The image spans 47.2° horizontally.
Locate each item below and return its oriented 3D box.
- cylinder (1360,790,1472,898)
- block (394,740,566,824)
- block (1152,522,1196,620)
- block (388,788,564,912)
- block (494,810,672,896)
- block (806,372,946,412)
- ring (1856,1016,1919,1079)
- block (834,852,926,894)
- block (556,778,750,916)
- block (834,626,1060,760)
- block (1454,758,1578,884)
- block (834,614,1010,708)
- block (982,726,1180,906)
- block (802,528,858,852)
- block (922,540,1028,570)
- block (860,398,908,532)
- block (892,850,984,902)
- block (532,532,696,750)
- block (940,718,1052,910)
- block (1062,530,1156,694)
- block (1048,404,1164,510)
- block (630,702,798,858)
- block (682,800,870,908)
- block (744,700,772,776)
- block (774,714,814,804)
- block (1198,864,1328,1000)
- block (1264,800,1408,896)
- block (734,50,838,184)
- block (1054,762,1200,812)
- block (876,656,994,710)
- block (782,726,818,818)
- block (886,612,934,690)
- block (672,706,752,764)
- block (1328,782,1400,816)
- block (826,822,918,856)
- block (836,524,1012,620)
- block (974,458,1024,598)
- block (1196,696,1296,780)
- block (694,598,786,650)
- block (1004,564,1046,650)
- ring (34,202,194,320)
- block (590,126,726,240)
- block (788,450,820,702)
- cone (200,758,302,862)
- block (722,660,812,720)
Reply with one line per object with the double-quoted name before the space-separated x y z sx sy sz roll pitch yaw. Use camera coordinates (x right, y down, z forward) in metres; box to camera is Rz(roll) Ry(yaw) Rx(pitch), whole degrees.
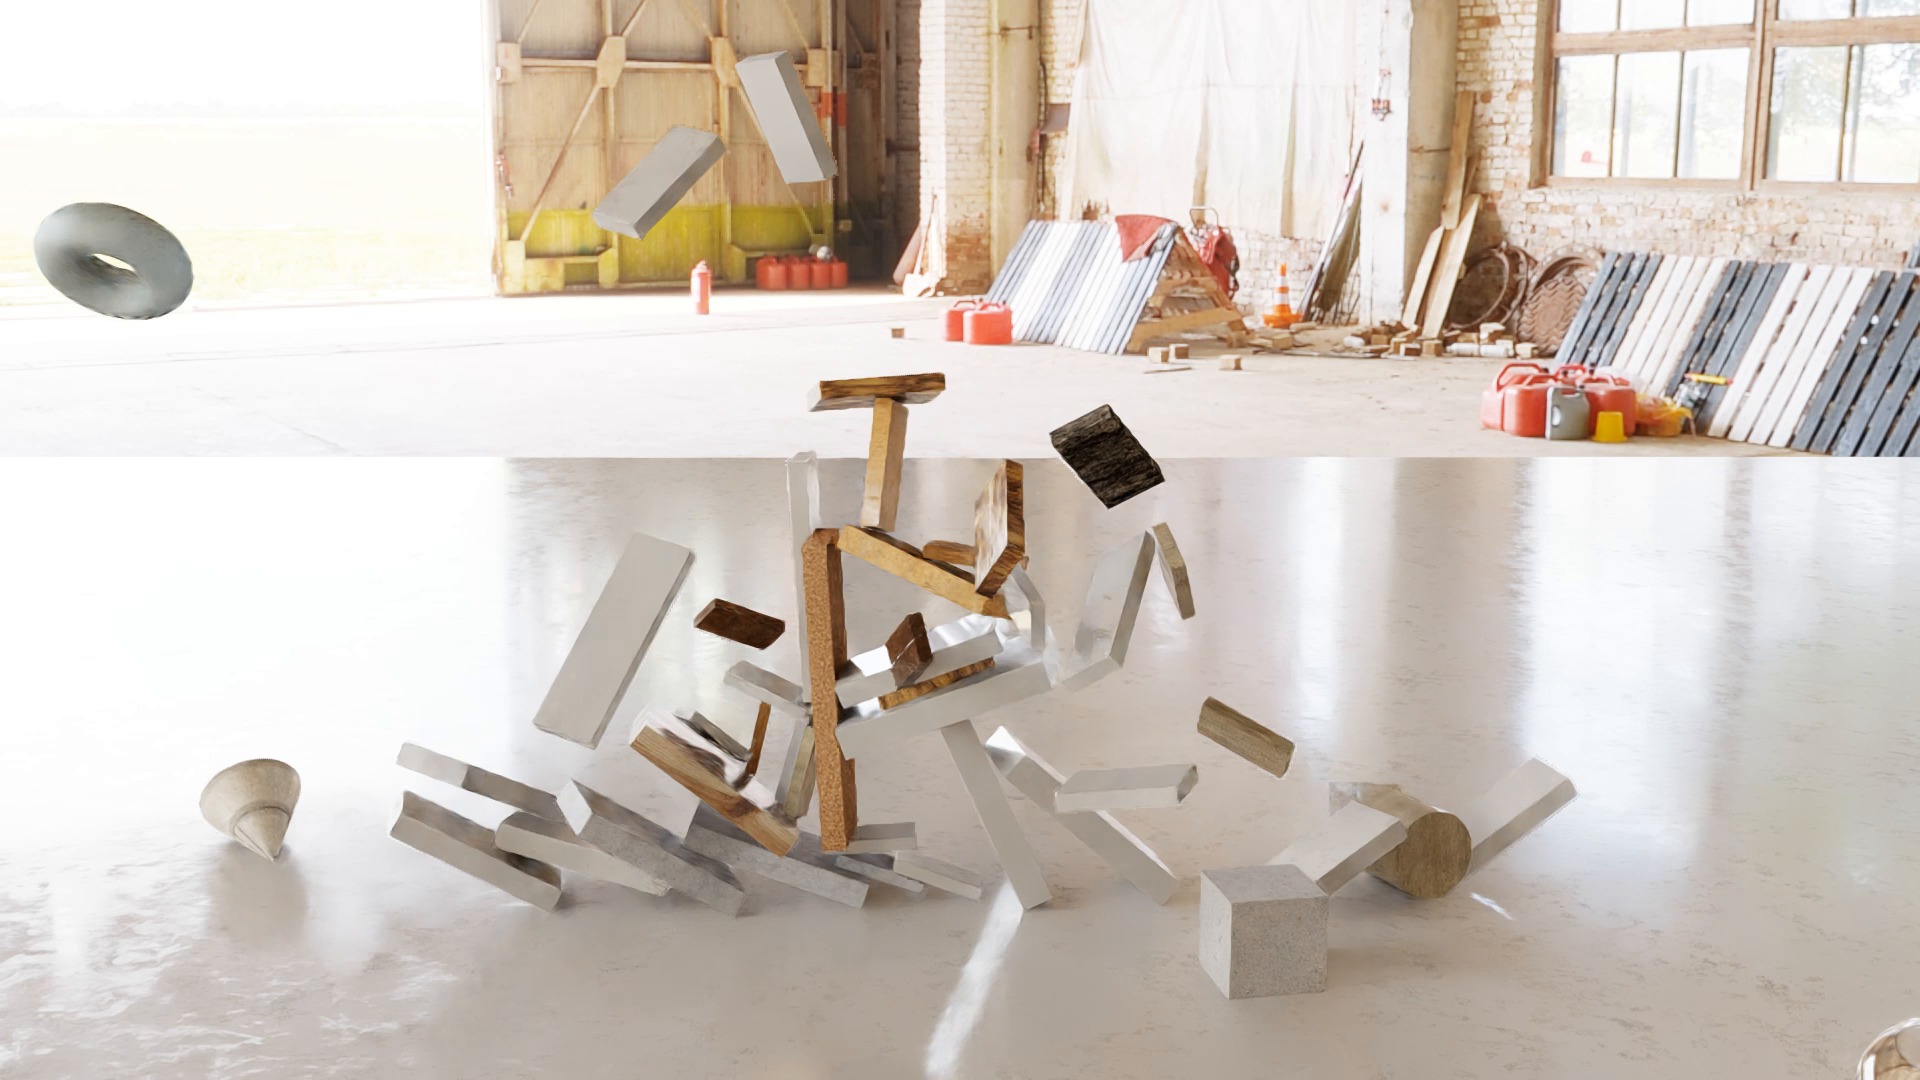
"cylinder" 0.752 0.509 3.691 0.148 0.148 0.148 -5 10 -23
"block" -0.789 0.405 3.660 0.145 0.041 0.290 14 -12 29
"block" 0.314 0.047 3.225 0.022 0.078 0.156 -21 -32 0
"block" -0.792 0.508 3.603 0.290 0.041 0.145 29 2 -15
"block" -0.616 0.520 3.653 0.290 0.041 0.145 16 1 -1
"block" -0.136 -0.239 3.549 0.206 0.029 0.103 -6 -7 -16
"ring" 1.238 0.697 2.612 0.339 0.113 0.339 9 27 -4
"block" -0.134 0.543 3.661 0.150 0.021 0.075 19 10 -8
"block" -0.497 0.498 3.555 0.309 0.044 0.154 33 0 -27
"block" -0.018 0.245 3.544 0.354 0.050 0.177 -20 13 11
"block" 0.920 0.480 3.775 0.261 0.037 0.131 -36 15 -4
"block" -0.060 0.187 3.526 0.275 0.039 0.137 -20 13 10
"block" 0.200 0.456 3.644 0.354 0.050 0.177 41 0 -15
"block" -0.210 0.243 3.581 0.039 0.507 0.137 -2 13 6
"block" 0.025 0.027 3.487 0.154 0.022 0.077 11 8 12
"block" -0.122 -0.119 3.558 0.029 0.206 0.103 6 -4 14
"block" -0.036 0.555 3.662 0.150 0.021 0.075 20 10 -2
"block" -0.614 0.175 3.917 0.117 0.405 0.033 18 -26 16
"block" 0.046 0.422 3.636 0.050 0.354 0.177 -25 13 -2
"block" 0.233 0.109 3.397 0.102 0.029 0.295 -33 24 37
"block" 0.230 -0.128 3.420 0.102 0.029 0.203 -27 -38 15
"block" -0.400 0.389 3.586 0.309 0.044 0.154 38 4 -11
"block" -0.300 0.518 3.657 0.309 0.044 0.154 19 10 -3
"block" -0.334 0.324 3.663 0.019 0.131 0.066 13 -3 -3
"block" -0.272 0.361 3.653 0.021 0.149 0.075 15 -3 6
"block" 0.453 0.584 3.292 0.149 0.149 0.149 -2 11 -11
"block" 0.590 0.526 3.594 0.261 0.037 0.130 -32 19 -19
"block" -0.310 -0.753 3.926 0.117 0.233 0.033 6 37 48
"block" 0.250 0.370 3.289 0.194 0.028 0.097 -7 12 26
"block" -0.043 0.214 3.539 0.194 0.028 0.097 -22 12 1
"block" -0.255 0.383 3.633 0.021 0.149 0.075 14 -3 13
"block" -0.079 0.172 3.383 0.022 0.077 0.154 -10 -16 -19
"block" -0.405 0.318 3.606 0.131 0.019 0.066 41 -18 -28
"block" 0.747 0.502 4.043 0.131 0.037 0.261 2 11 8
"block" -0.148 0.495 3.649 0.150 0.021 0.075 -3 12 -3
"block" -0.048 0.051 3.499 0.275 0.039 0.137 25 5 24
"block" 0.058 -0.018 3.258 0.029 0.102 0.203 22 37 -17
"block" 0.450 0.312 3.469 0.156 0.078 0.022 29 58 16
"block" -0.351 0.135 3.511 0.131 0.019 0.066 21 -44 -30
"block" 0.097 0.097 3.328 0.022 0.077 0.154 -8 25 -12
"ring" -1.505 -0.495 3.913 0.275 0.092 0.275 4 -33 3
"block" -0.523 -0.622 3.817 0.117 0.033 0.233 21 62 39
"block" -0.247 0.060 3.611 0.029 0.400 0.103 -2 11 6
"cone" -1.230 0.510 3.880 0.178 0.178 0.178 -6 39 -29
"block" -0.310 0.247 3.635 0.149 0.021 0.075 24 18 10
